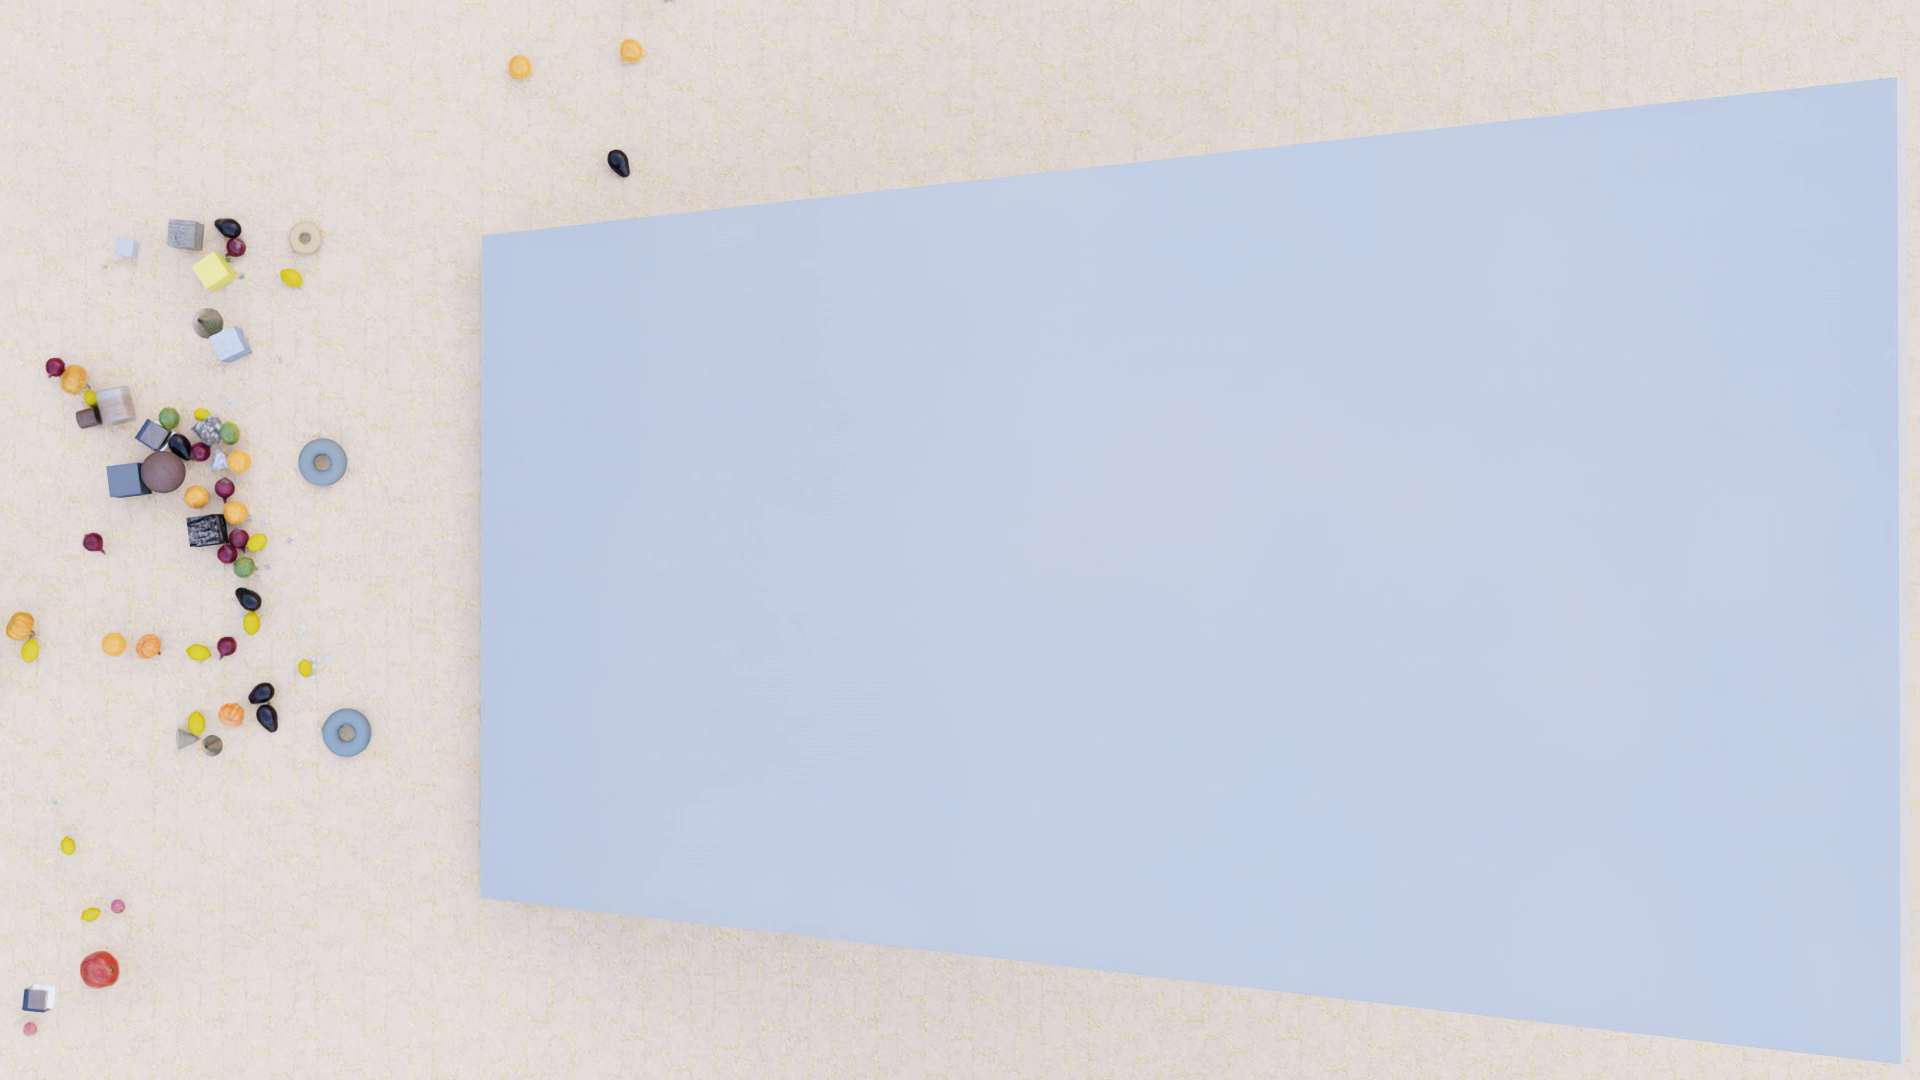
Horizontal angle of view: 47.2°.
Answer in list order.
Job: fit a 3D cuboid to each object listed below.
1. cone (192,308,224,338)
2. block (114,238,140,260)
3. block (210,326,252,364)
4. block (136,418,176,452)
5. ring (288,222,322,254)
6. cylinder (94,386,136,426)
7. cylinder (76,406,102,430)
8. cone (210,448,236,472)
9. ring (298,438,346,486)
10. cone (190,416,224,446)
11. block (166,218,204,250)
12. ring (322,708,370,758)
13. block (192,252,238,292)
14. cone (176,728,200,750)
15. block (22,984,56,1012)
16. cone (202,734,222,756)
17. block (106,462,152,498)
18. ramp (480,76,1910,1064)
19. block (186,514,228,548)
[{"bbox_3d":[-2.302,-0.663,6.684,0.095,0.095,0.095,0,90,0],"label":"cone"},{"bbox_3d":[-2.540,-0.890,6.708,0.052,0.052,0.052,12,90,0],"label":"block"},{"bbox_3d":[-2.218,-0.594,6.691,0.080,0.080,0.080,-25,90,0],"label":"block"},{"bbox_3d":[-2.450,-0.319,6.693,0.072,0.072,0.072,33,90,0],"label":"block"},{"bbox_3d":[-2.001,-0.922,6.718,0.101,0.034,0.101,0,91,0],"label":"ring"},{"bbox_3d":[-2.565,-0.407,6.680,0.099,0.099,0.099,-15,90,0],"label":"cylinder"},{"bbox_3d":[-2.654,-0.372,6.701,0.057,0.057,0.057,-16,90,5],"label":"cylinder"},{"bbox_3d":[-2.242,-0.234,6.712,0.074,0.074,0.074,17,89,-26],"label":"cone"},{"bbox_3d":[-1.943,-0.237,6.704,0.147,0.049,0.147,0,91,-1],"label":"ring"},{"bbox_3d":[-2.315,-0.336,6.709,0.091,0.091,0.091,7,89,27],"label":"cone"},{"bbox_3d":[-2.357,-0.929,6.694,0.081,0.081,0.081,4,90,0],"label":"block"},{"bbox_3d":[-1.867,0.587,6.697,0.149,0.050,0.149,0,89,1],"label":"ring"},{"bbox_3d":[-2.268,-0.815,6.693,0.081,0.081,0.081,-34,90,0],"label":"block"},{"bbox_3d":[-2.350,0.606,6.706,0.069,0.069,0.069,0,89,-27],"label":"cone"},{"bbox_3d":[-2.799,1.393,6.681,0.067,0.067,0.067,6,90,0],"label":"block"},{"bbox_3d":[-2.286,0.628,6.688,0.066,0.066,0.066,0,90,0],"label":"cone"},{"bbox_3d":[-2.524,-0.181,6.681,0.094,0.094,0.094,-7,90,0],"label":"block"},{"bbox_3d":[0.255,0.070,5.589,4.000,0.100,2.000,0,89,33],"label":"ramp"},{"bbox_3d":[-2.287,-0.029,6.682,0.089,0.089,0.089,-8,90,0],"label":"block"}]
